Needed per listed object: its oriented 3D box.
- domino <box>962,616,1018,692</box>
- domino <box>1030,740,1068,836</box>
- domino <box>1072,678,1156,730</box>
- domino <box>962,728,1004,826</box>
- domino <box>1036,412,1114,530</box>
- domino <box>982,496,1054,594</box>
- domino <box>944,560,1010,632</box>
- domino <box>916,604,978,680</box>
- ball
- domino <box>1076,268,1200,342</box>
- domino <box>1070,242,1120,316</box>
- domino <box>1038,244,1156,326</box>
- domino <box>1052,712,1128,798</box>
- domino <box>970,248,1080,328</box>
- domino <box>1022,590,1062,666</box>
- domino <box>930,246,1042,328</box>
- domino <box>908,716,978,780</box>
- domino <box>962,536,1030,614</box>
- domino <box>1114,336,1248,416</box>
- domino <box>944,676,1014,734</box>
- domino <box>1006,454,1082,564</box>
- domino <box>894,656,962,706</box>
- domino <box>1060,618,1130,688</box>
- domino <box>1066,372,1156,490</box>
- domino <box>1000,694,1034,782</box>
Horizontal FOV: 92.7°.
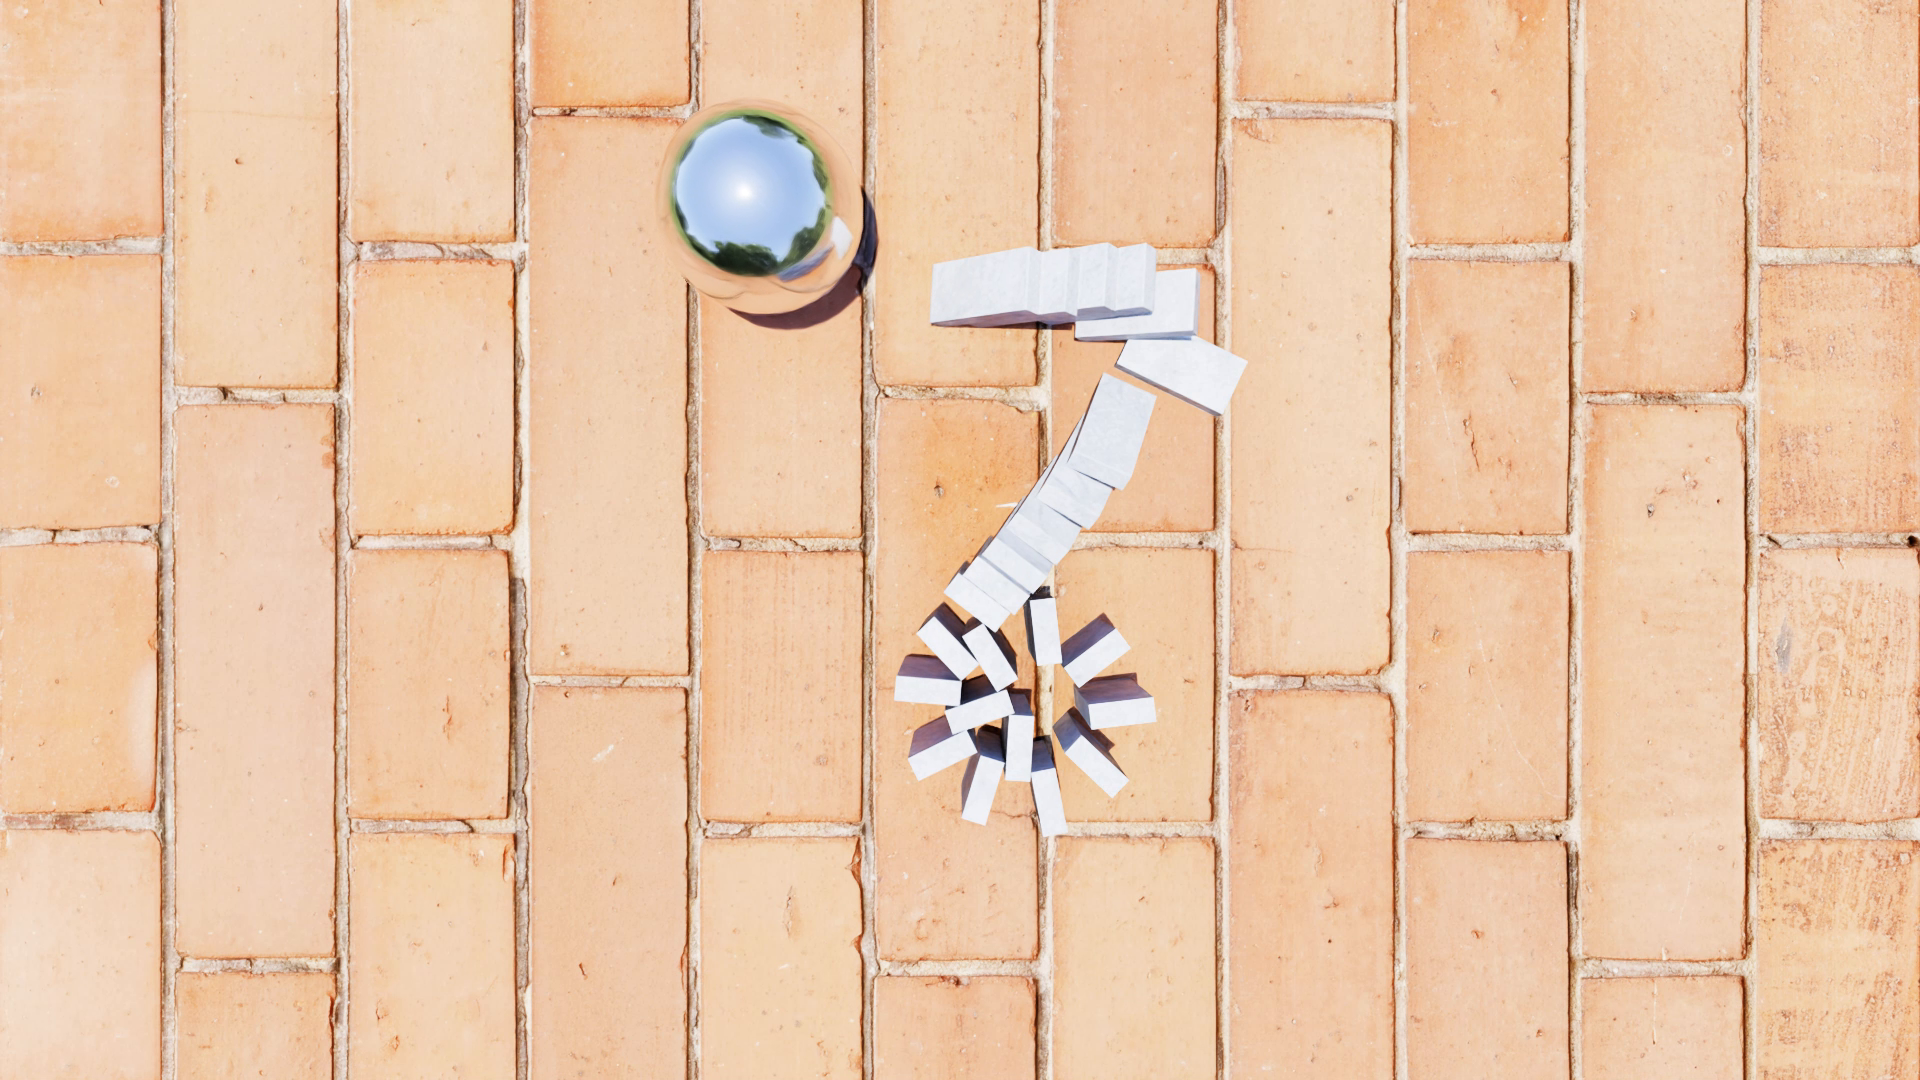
[{"bbox_3d":[0.013,0.044,0.375,0.009,0.050,0.025,-32,91,3],"label":"domino"},{"bbox_3d":[0.034,0.100,0.375,0.009,0.050,0.025,-11,90,0],"label":"domino"},{"bbox_3d":[0.062,0.066,0.375,0.025,0.050,0.009,-7,90,0],"label":"domino"},{"bbox_3d":[0.009,0.096,0.375,0.009,0.050,0.025,17,90,0],"label":"domino"},{"bbox_3d":[0.052,-0.029,0.380,0.025,0.010,0.050,32,49,0],"label":"domino"},{"bbox_3d":[0.028,0.001,0.376,0.025,0.050,0.009,38,118,0],"label":"domino"},{"bbox_3d":[0.008,0.022,0.375,0.025,0.050,0.009,38,96,0],"label":"domino"},{"bbox_3d":[-0.004,0.041,0.375,0.010,0.050,0.025,-44,90,3],"label":"domino"},{"bbox_3d":[-0.078,-0.130,0.360,0.080,0.080,0.080,0,90,0],"label":"ball"},{"bbox_3d":[0.074,-0.098,0.384,0.050,0.010,0.025,3,90,27],"label":"domino"},{"bbox_3d":[0.041,-0.106,0.381,0.050,0.010,0.025,4,90,38],"label":"domino"},{"bbox_3d":[0.056,-0.105,0.381,0.050,0.009,0.025,3,90,38],"label":"domino"},{"bbox_3d":[0.052,0.087,0.375,0.025,0.050,0.010,43,90,0],"label":"domino"},{"bbox_3d":[0.025,-0.104,0.381,0.050,0.009,0.025,4,90,38],"label":"domino"},{"bbox_3d":[0.033,0.035,0.375,0.010,0.050,0.025,-6,90,0],"label":"domino"},{"bbox_3d":[0.010,-0.104,0.381,0.050,0.009,0.025,3,90,38],"label":"domino"},{"bbox_3d":[-0.007,0.082,0.375,0.025,0.050,0.010,-26,90,0],"label":"domino"},{"bbox_3d":[0.017,0.013,0.375,0.025,0.050,0.010,38,102,0],"label":"domino"},{"bbox_3d":[0.095,-0.076,0.395,0.050,0.009,0.025,26,90,0],"label":"domino"},{"bbox_3d":[0.008,0.066,0.375,0.025,0.050,0.010,-19,90,0],"label":"domino"},{"bbox_3d":[0.040,-0.013,0.378,0.025,0.050,0.009,36,131,0],"label":"domino"},{"bbox_3d":[-0.012,0.057,0.375,0.025,0.050,0.010,5,92,0],"label":"domino"},{"bbox_3d":[0.053,0.045,0.375,0.025,0.050,0.010,-37,90,0],"label":"domino"},{"bbox_3d":[0.064,-0.046,0.381,0.025,0.009,0.050,24,53,0],"label":"domino"},{"bbox_3d":[0.023,0.080,0.375,0.009,0.050,0.025,3,90,0],"label":"domino"}]
